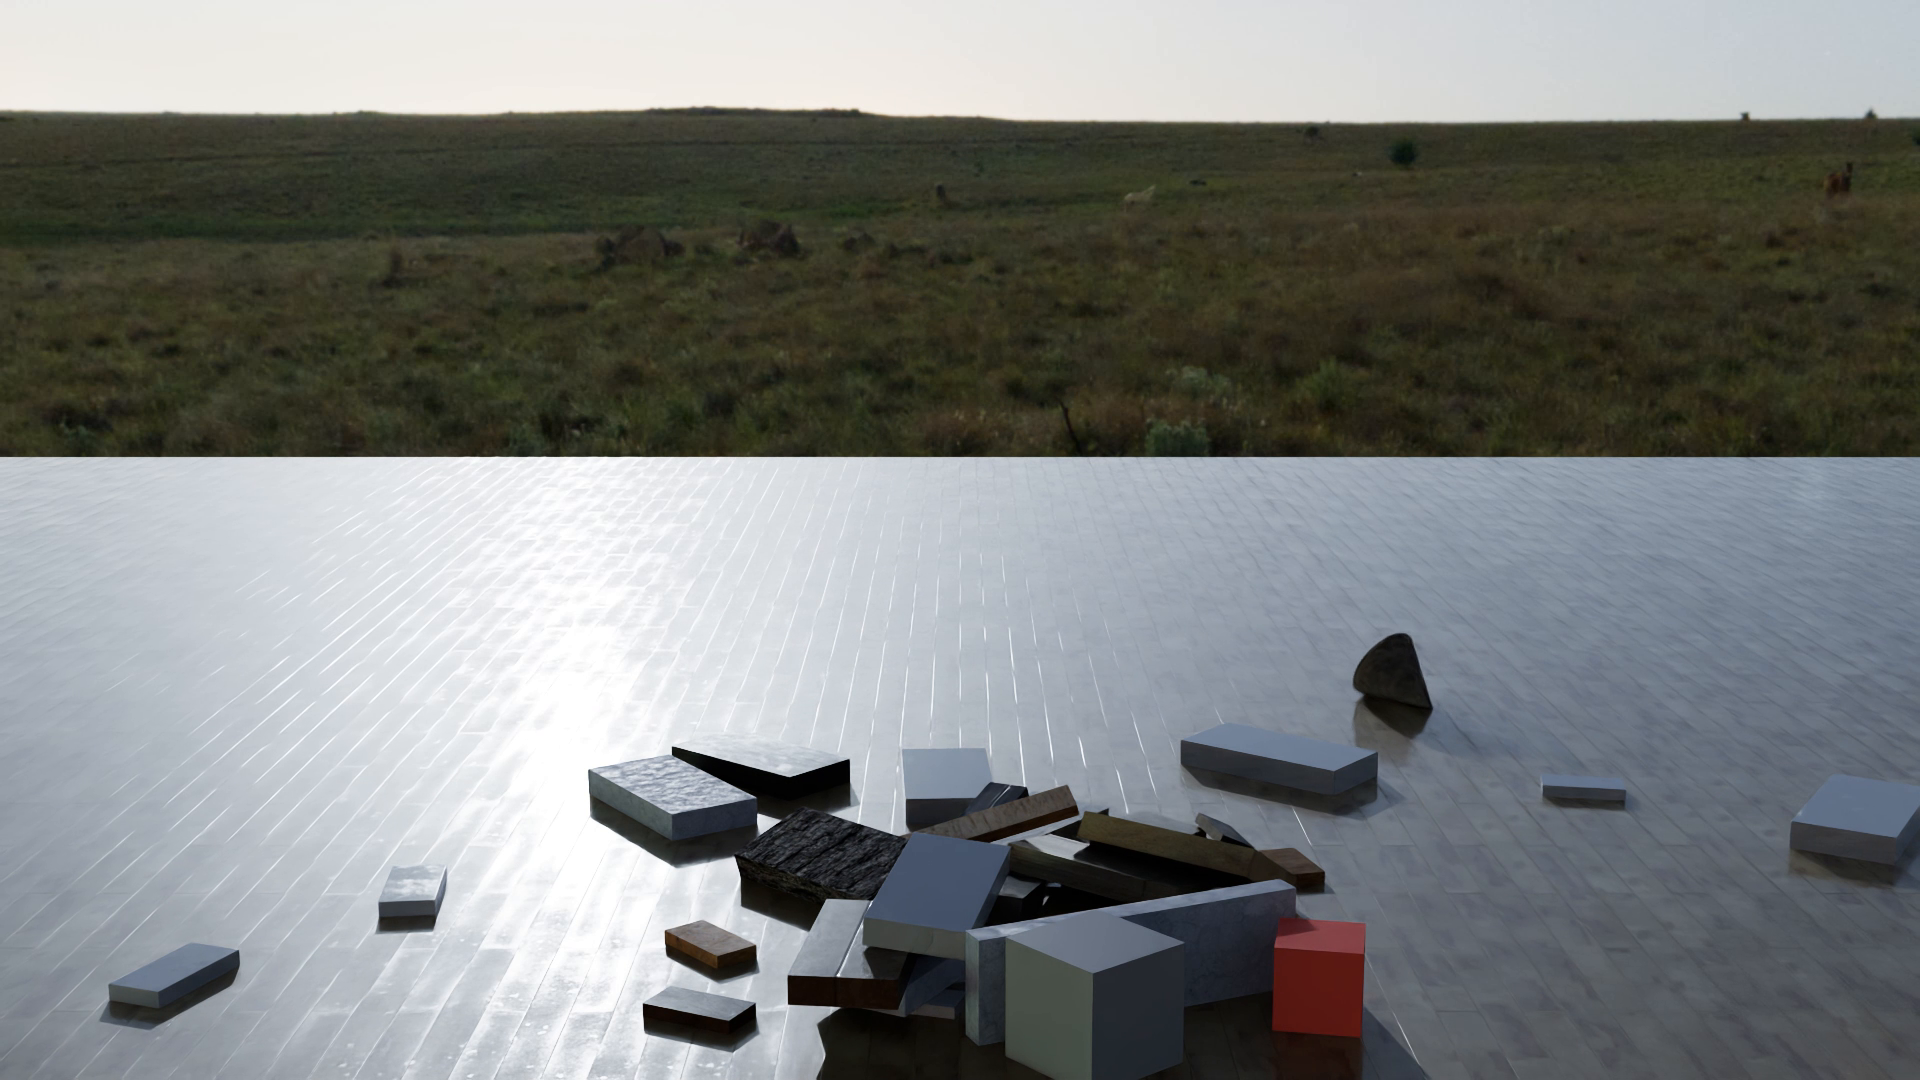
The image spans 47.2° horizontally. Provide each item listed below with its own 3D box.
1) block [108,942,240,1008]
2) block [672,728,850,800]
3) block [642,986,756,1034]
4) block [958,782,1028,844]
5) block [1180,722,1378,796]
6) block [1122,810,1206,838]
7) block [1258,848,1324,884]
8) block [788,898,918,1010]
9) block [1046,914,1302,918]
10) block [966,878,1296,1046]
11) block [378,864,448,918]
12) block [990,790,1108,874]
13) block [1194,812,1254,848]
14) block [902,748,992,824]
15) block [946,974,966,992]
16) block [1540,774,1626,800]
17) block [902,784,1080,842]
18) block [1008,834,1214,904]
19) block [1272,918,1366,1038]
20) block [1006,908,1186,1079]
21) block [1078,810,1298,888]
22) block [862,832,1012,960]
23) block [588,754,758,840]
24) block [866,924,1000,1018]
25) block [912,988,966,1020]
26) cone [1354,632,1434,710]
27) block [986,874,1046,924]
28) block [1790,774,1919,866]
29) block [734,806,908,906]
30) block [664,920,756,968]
[{"bbox_3d":[-1.171,0.649,3.284,0.090,0.025,0.180,4,11,20],"label":"block"},{"bbox_3d":[-0.395,0.441,4.341,0.333,0.047,0.167,9,14,40],"label":"block"},{"bbox_3d":[-0.374,0.674,3.158,0.146,0.021,0.073,5,12,26],"label":"block"},{"bbox_3d":[0.013,0.510,3.766,0.077,0.022,0.299,4,30,32],"label":"block"},{"bbox_3d":[0.634,0.433,4.378,0.349,0.049,0.175,8,13,38],"label":"block"},{"bbox_3d":[0.362,0.523,3.969,0.076,0.022,0.153,-10,14,-42],"label":"block"},{"bbox_3d":[0.569,0.560,3.778,0.066,0.019,0.131,-3,11,-15],"label":"block"},{"bbox_3d":[-0.144,0.596,3.182,0.154,0.044,0.309,1,11,7],"label":"block"},{"bbox_3d":[0.344,0.614,3.363,0.396,0.047,0.165,-1,10,-17],"label":"block"},{"bbox_3d":[0.252,0.605,3.169,0.517,0.154,0.044,-5,12,-24],"label":"block"},{"bbox_3d":[-0.907,0.581,3.650,0.090,0.025,0.180,-1,11,-7],"label":"block"},{"bbox_3d":[0.101,0.522,3.905,0.166,0.047,0.333,8,13,38],"label":"block"},{"bbox_3d":[0.469,0.523,3.905,0.066,0.019,0.131,24,4,-16],"label":"block"},{"bbox_3d":[-0.025,0.467,4.204,0.166,0.047,0.333,-1,11,-3],"label":"block"},{"bbox_3d":[-0.009,0.648,3.308,0.063,0.018,0.125,1,11,6],"label":"block"},{"bbox_3d":[1.197,0.475,4.228,0.153,0.022,0.077,2,11,11],"label":"block"},{"bbox_3d":[0.018,0.495,3.740,0.367,0.021,0.073,-17,24,-4],"label":"block"},{"bbox_3d":[0.246,0.550,3.627,0.308,0.044,0.154,11,4,29],"label":"block"},{"bbox_3d":[0.514,0.624,3.147,0.123,0.123,0.123,2,11,11],"label":"block"},{"bbox_3d":[0.183,0.627,2.999,0.172,0.172,0.172,-9,14,-39],"label":"block"},{"bbox_3d":[0.376,0.527,3.662,0.329,0.047,0.165,8,-18,37],"label":"block"},{"bbox_3d":[-0.031,0.524,3.258,0.154,0.044,0.308,7,17,11],"label":"block"},{"bbox_3d":[-0.543,0.480,4.127,0.175,0.049,0.349,-7,13,-34],"label":"block"},{"bbox_3d":[-0.073,0.623,3.277,0.154,0.044,0.309,6,12,28],"label":"block"},{"bbox_3d":[-0.058,0.669,3.195,0.125,0.018,0.063,3,11,17],"label":"block"},{"bbox_3d":[0.996,0.325,4.885,0.170,0.170,0.170,-8,40,-36],"label":"cone"},{"bbox_3d":[0.040,0.562,3.472,0.154,0.044,0.309,6,-2,9],"label":"block"},{"bbox_3d":[1.640,0.504,3.997,0.175,0.049,0.349,7,12,32],"label":"block"},{"bbox_3d":[-0.207,0.540,3.682,0.329,0.047,0.165,10,32,43],"label":"block"},{"bbox_3d":[-0.388,0.627,3.414,0.073,0.021,0.146,-9,14,-40],"label":"block"}]
